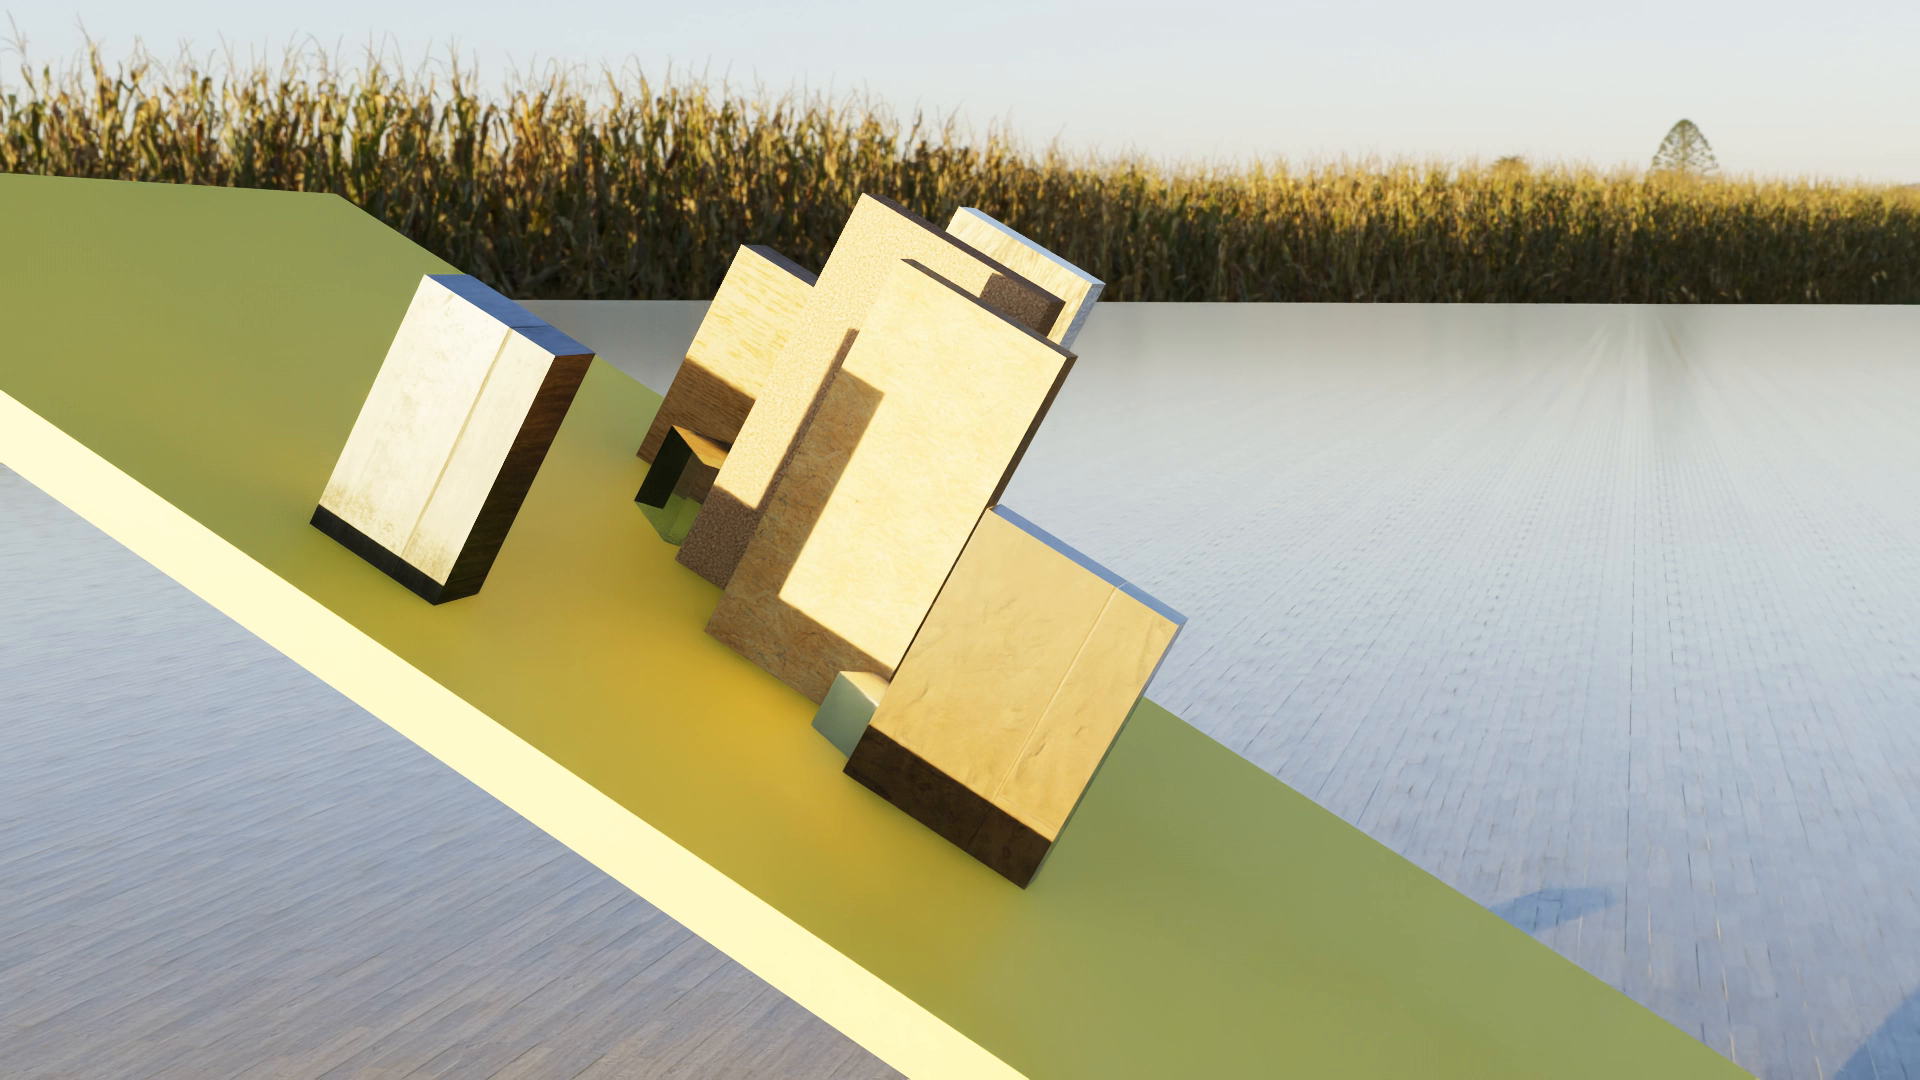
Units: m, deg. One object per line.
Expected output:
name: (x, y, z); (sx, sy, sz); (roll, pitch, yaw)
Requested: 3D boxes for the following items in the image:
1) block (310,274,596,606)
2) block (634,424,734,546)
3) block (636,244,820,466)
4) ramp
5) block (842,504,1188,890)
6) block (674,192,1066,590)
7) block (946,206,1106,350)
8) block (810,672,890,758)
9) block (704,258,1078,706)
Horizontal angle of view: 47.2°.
block: (-0.814, -0.163, 3.526); (0.255, 0.456, 0.140); (32, 15, 11)
block: (-0.511, -0.092, 4.420); (0.179, 0.179, 0.179); (18, 18, -37)
block: (-0.410, -0.317, 4.704); (0.355, 0.515, 0.138); (32, 15, 11)
ramp: (-0.198, 0.327, 4.135); (4.000, 0.100, 2.000); (32, 15, 11)
block: (0.087, 0.259, 3.648); (0.365, 0.520, 0.082); (32, 15, 11)
block: (-0.177, -0.203, 4.174); (0.411, 0.799, 0.120); (32, 15, 11)
block: (-0.019, -0.323, 4.949); (0.345, 0.770, 0.129); (32, 15, 11)
block: (-0.165, 0.308, 3.833); (0.112, 0.112, 0.112); (37, 17, 31)
block: (-0.130, -0.077, 3.896); (0.344, 0.766, 0.085); (32, 15, 11)
